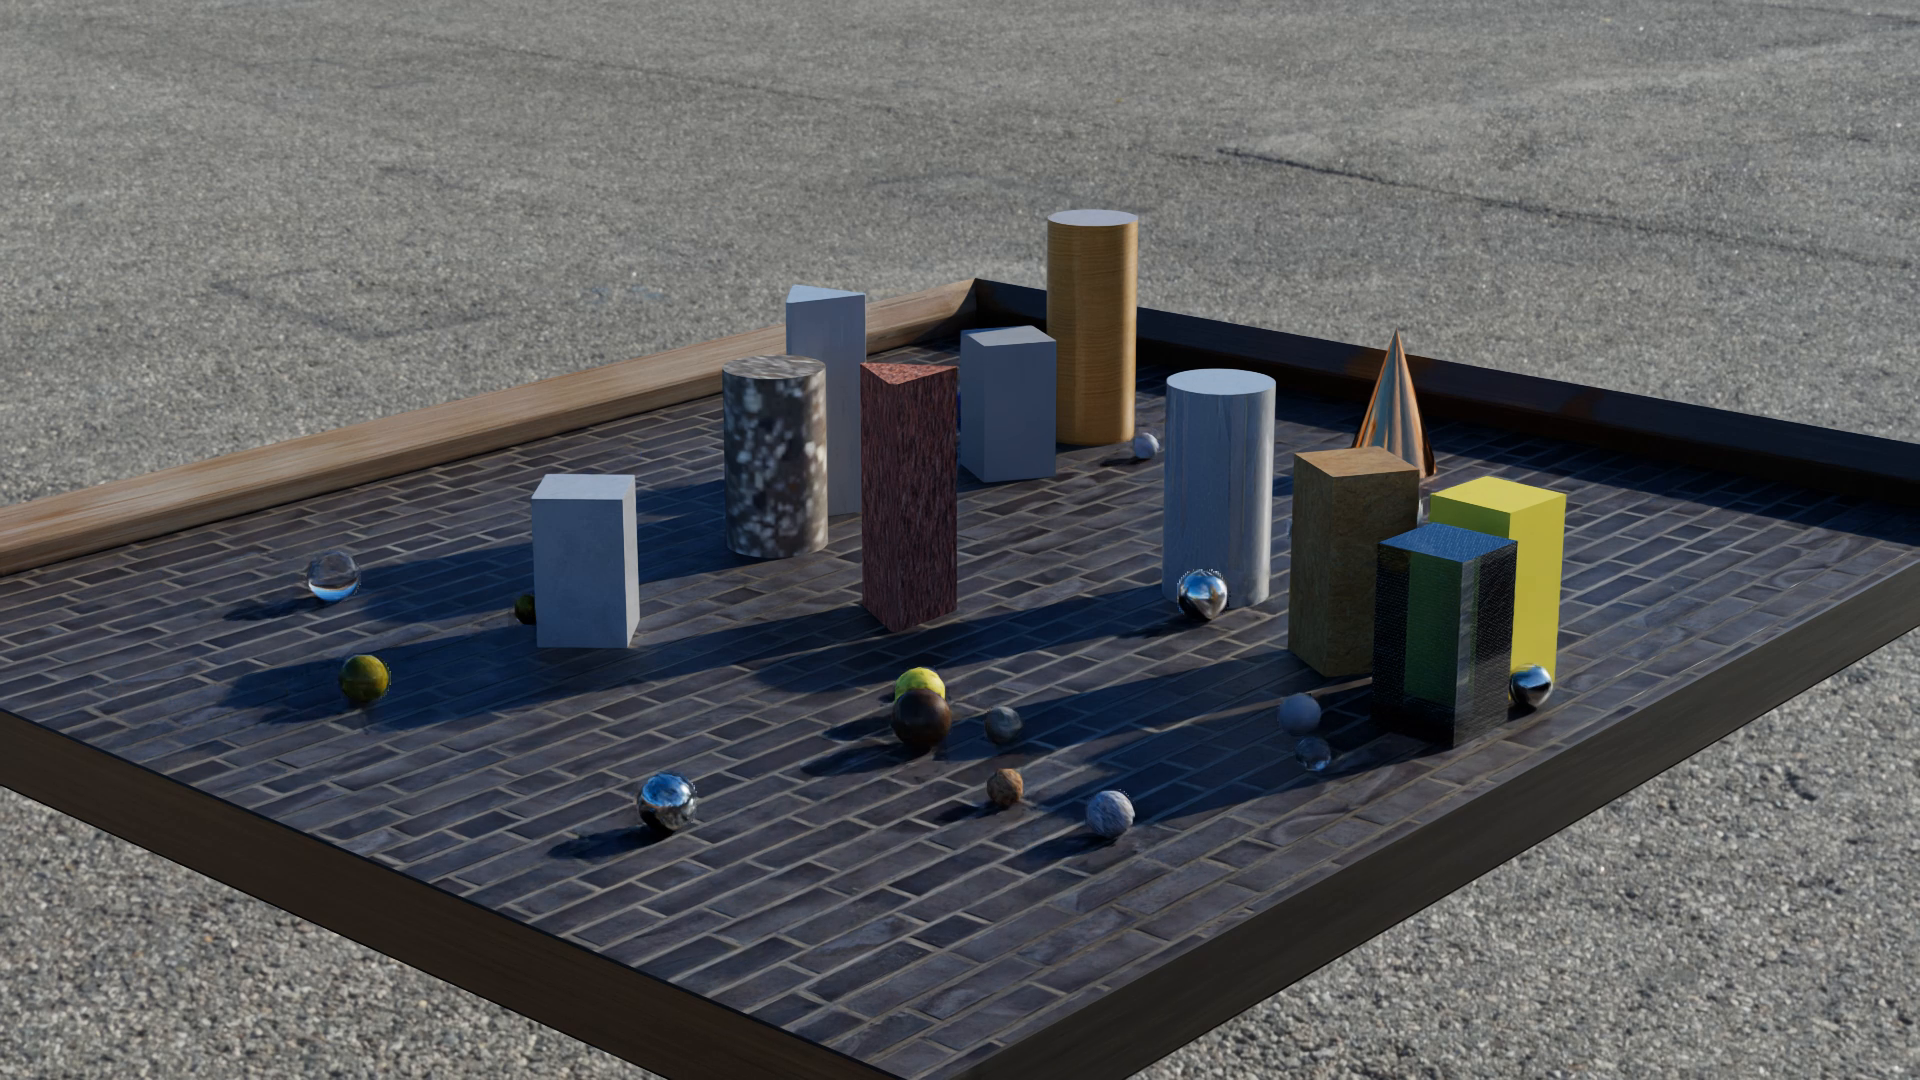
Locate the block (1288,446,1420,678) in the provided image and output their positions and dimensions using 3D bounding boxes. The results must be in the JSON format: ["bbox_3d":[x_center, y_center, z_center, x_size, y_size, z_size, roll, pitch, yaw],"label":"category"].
[{"bbox_3d":[0.635,0.034,4.748,0.150,0.334,0.150,-5,18,-17],"label":"block"}]

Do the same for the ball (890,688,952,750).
[{"bbox_3d":[-0.058,0.268,4.393,0.091,0.091,0.091,0,17,0],"label":"ball"}]

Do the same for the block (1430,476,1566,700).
[{"bbox_3d":[0.844,0.077,4.643,0.150,0.311,0.150,-16,23,-42],"label":"block"}]

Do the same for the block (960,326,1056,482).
[{"bbox_3d":[0.096,-0.273,5.862,0.150,0.277,0.150,-5,18,-17],"label":"block"}]

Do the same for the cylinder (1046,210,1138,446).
[{"bbox_3d":[0.274,-0.443,6.106,0.188,0.461,0.188,0,17,0],"label":"cylinder"}]

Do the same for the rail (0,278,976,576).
[{"bbox_3d":[-1.001,-0.221,5.953,0.045,0.122,3.219,14,22,39],"label":"rail"}]

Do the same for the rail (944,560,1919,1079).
[{"bbox_3d":[1.001,0.282,4.289,0.045,0.122,3.219,14,22,39],"label":"rail"}]

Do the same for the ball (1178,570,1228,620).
[{"bbox_3d":[0.413,0.093,4.981,0.085,0.085,0.085,0,17,0],"label":"ball"}]

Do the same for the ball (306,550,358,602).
[{"bbox_3d":[-1.087,0.062,5.079,0.089,0.089,0.089,0,17,0],"label":"ball"}]

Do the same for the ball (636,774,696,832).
[{"bbox_3d":[-0.409,0.366,4.085,0.082,0.082,0.082,0,17,0],"label":"ball"}]

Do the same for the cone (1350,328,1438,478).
[{"bbox_3d":[0.869,-0.285,5.875,0.188,0.291,0.188,0,17,0],"label":"cone"}]

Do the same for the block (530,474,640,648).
[{"bbox_3d":[-0.622,0.034,4.881,0.150,0.256,0.150,0,17,2],"label":"block"}]

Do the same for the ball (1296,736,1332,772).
[{"bbox_3d":[0.519,0.314,4.306,0.052,0.052,0.052,0,17,0],"label":"ball"}]

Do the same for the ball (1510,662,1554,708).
[{"bbox_3d":[0.887,0.226,4.565,0.071,0.071,0.071,0,17,0],"label":"ball"}]

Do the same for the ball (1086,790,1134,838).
[{"bbox_3d":[0.208,0.380,4.065,0.067,0.067,0.067,0,17,0],"label":"ball"}]

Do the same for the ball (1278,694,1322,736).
[{"bbox_3d":[0.516,0.265,4.450,0.064,0.064,0.064,0,17,0],"label":"ball"}]

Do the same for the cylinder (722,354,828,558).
[{"bbox_3d":[-0.338,-0.155,5.370,0.188,0.334,0.188,0,17,0],"label":"cylinder"}]

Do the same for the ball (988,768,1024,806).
[{"bbox_3d":[0.065,0.352,4.182,0.052,0.052,0.052,0,17,0],"label":"ball"}]

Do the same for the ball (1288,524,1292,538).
[{"bbox_3d":[0.628,-0.017,5.418,0.043,0.043,0.043,0,17,0],"label":"ball"}]

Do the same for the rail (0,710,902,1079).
[{"bbox_3d":[-1.040,0.377,3.975,2.700,0.122,0.045,14,22,39],"label":"rail"}]

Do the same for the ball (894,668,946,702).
[{"bbox_3d":[-0.062,0.236,4.517,0.079,0.079,0.079,0,17,0],"label":"ball"}]

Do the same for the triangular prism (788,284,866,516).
[{"bbox_3d":[-0.282,-0.267,5.589,0.163,0.422,0.141,-9,19,-27],"label":"triangular prism"}]

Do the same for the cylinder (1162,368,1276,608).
[{"bbox_3d":[0.447,-0.090,5.077,0.188,0.380,0.188,0,17,0],"label":"cylinder"}]

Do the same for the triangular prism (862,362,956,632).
[{"bbox_3d":[-0.112,-0.081,4.964,0.141,0.428,0.163,14,21,38],"label":"triangular prism"}]

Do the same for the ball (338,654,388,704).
[{"bbox_3d":[-0.933,0.217,4.587,0.077,0.077,0.077,0,17,0],"label":"ball"}]

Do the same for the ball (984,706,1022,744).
[{"bbox_3d":[0.065,0.280,4.413,0.057,0.057,0.057,0,17,0],"label":"ball"}]

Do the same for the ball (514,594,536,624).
[{"bbox_3d":[-0.723,0.116,4.925,0.052,0.052,0.052,0,17,0],"label":"ball"}]

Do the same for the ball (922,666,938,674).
[{"bbox_3d":[-0.053,0.219,4.640,0.040,0.040,0.040,0,17,0],"label":"ball"}]

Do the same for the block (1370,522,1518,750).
[{"bbox_3d":[0.734,0.143,4.454,0.150,0.294,0.150,15,22,40],"label":"block"}]

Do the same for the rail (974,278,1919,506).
[{"bbox_3d":[1.040,-0.316,6.267,2.700,0.122,0.045,14,22,39],"label":"rail"}]

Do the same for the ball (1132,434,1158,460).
[{"bbox_3d":[0.378,-0.191,5.977,0.052,0.052,0.052,0,17,0],"label":"ball"}]

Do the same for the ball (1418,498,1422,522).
[{"bbox_3d":[0.827,-0.055,5.486,0.077,0.077,0.077,0,17,0],"label":"ball"}]

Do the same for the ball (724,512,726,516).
[{"bbox_3d":[-0.418,-0.049,5.514,0.048,0.048,0.048,0,17,0],"label":"ball"}]

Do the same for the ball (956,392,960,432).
[{"bbox_3d":[0.021,-0.269,6.162,0.094,0.094,0.094,0,17,0],"label":"ball"}]
